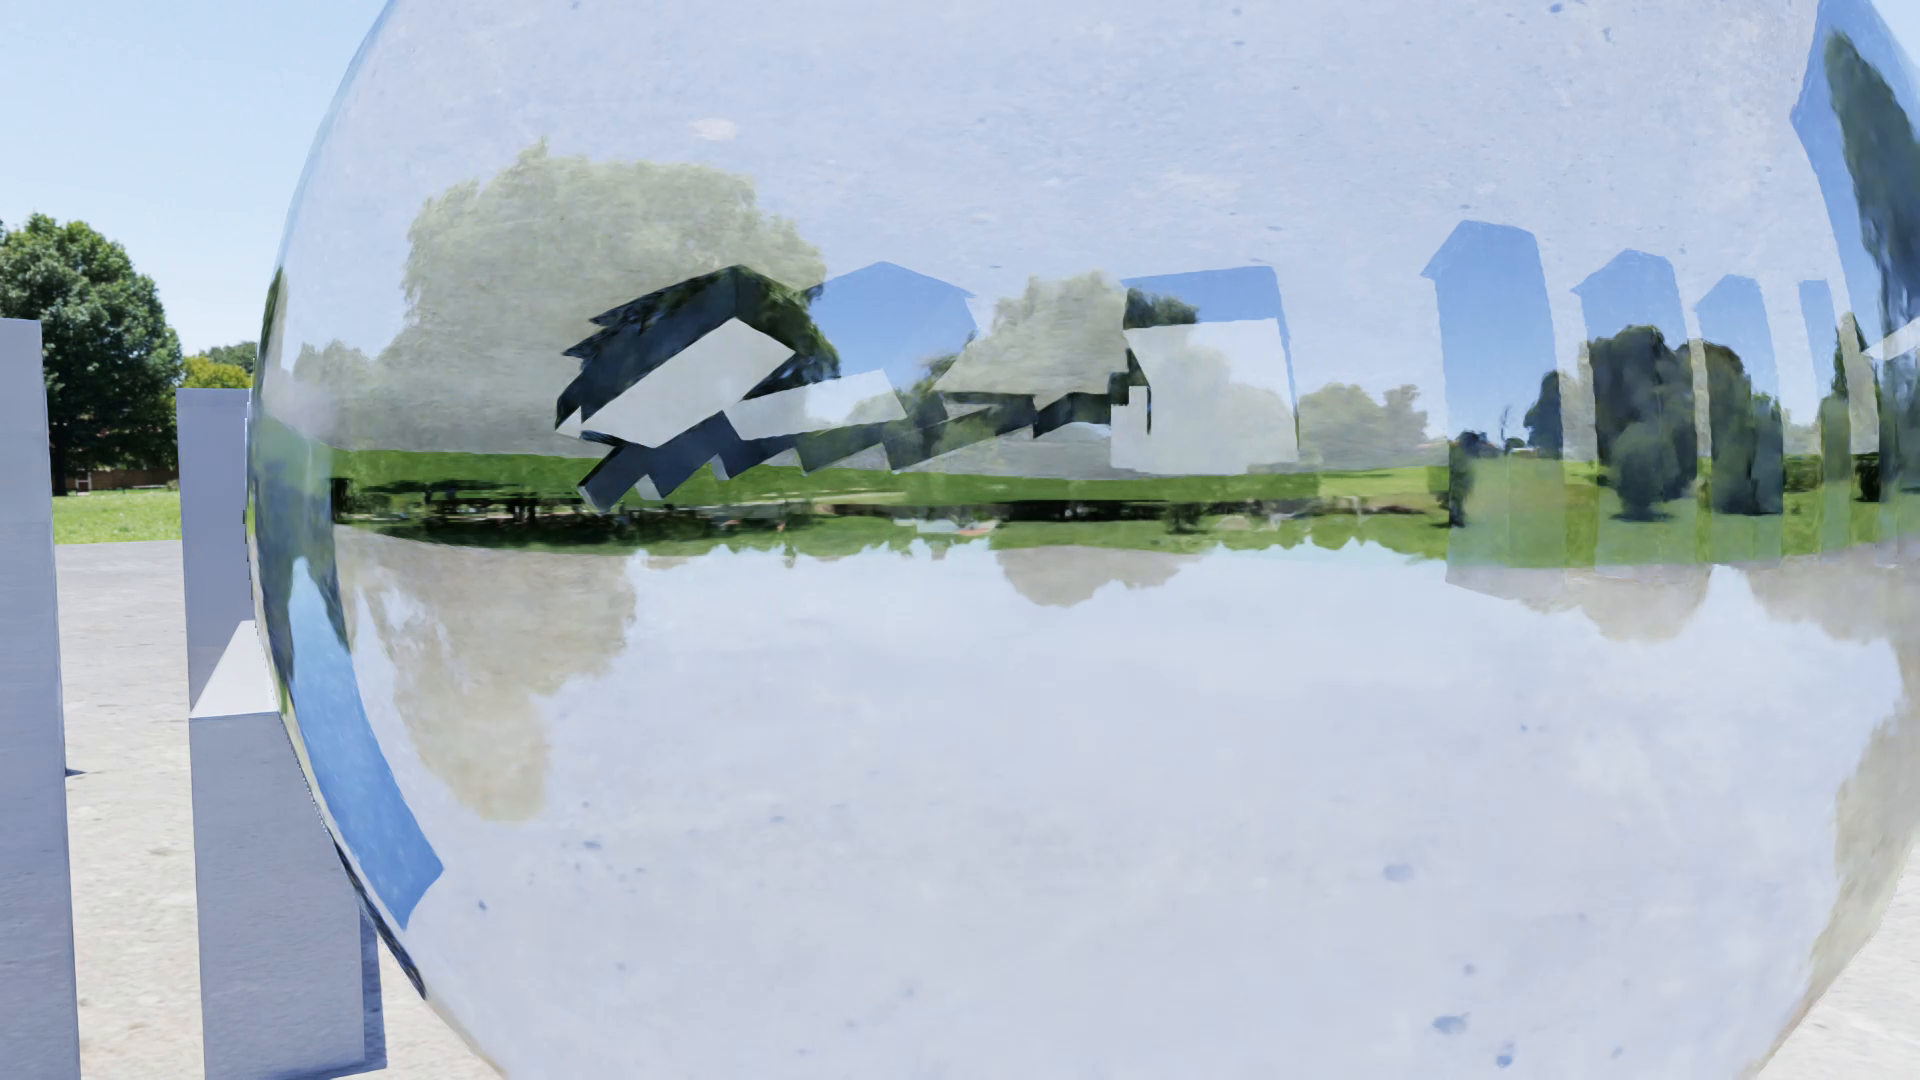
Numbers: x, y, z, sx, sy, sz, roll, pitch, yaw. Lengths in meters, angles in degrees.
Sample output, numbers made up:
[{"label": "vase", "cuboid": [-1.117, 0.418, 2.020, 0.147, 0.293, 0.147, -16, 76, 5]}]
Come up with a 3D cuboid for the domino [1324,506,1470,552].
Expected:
[{"label": "domino", "cuboid": [0.097, 0.005, 0.315, 0.050, 0.010, 0.025, -22, -8, 29]}]

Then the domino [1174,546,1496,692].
[{"label": "domino", "cuboid": [0.065, 0.014, 0.223, 0.050, 0.009, 0.025, -2, -40, -22]}]

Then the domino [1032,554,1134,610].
[{"label": "domino", "cuboid": [0.029, 0.011, 0.355, 0.025, 0.009, 0.050, 2, 5, 23]}]

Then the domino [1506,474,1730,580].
[{"label": "domino", "cuboid": [0.133, 0.004, 0.264, 0.025, 0.009, 0.050, -3, -30, -31]}]

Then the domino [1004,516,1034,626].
[{"label": "domino", "cuboid": [0.006, 0.007, 0.323, 0.025, 0.010, 0.050, 0, 20, 2]}]

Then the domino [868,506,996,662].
[{"label": "domino", "cuboid": [-0.005, 0.008, 0.268, 0.025, 0.009, 0.050, 1, 27, -1]}]

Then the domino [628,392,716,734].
[{"label": "domino", "cuboid": [-0.044, 0.003, 0.199, 0.010, 0.050, 0.025, 0, 4, -6]}]

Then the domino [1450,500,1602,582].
[{"label": "domino", "cuboid": [0.118, 0.006, 0.291, 0.025, 0.009, 0.050, -4, -19, -45]}]

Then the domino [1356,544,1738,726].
[{"label": "domino", "cuboid": [0.094, 0.014, 0.207, 0.050, 0.009, 0.025, -16, 12, -5]}]

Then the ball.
[{"label": "ball", "cuboid": [0.006, -0.003, 0.071, 0.080, 0.080, 0.080, 0, 4, 0]}]

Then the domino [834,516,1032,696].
[{"label": "domino", "cuboid": [-0.007, 0.011, 0.240, 0.025, 0.010, 0.050, -1, 27, -16]}]

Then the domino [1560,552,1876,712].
[{"label": "domino", "cuboid": [0.124, 0.015, 0.219, 0.050, 0.010, 0.025, -15, 12, -12]}]

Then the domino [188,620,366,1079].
[{"label": "domino", "cuboid": [-0.056, 0.022, 0.108, 0.010, 0.025, 0.050, -2, 5, -26]}]

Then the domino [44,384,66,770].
[{"label": "domino", "cuboid": [-0.130, 0.005, 0.167, 0.025, 0.050, 0.009, 2, 5, 28]}]

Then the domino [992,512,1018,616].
[{"label": "domino", "cuboid": [-0.001, 0.008, 0.293, 0.025, 0.009, 0.050, 0, 24, -2]}]

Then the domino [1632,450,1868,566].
[{"label": "domino", "cuboid": [0.140, 0.002, 0.243, 0.025, 0.009, 0.050, -1, -34, -32]}]

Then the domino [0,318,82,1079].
[{"label": "domino", "cuboid": [-0.065, 0.012, 0.071, 0.009, 0.050, 0.025, 2, 5, 23]}]

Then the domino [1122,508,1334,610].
[{"label": "domino", "cuboid": [0.069, 0.005, 0.330, 0.050, 0.009, 0.025, -19, -3, 21]}]

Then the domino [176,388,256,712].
[{"label": "domino", "cuboid": [-0.106, 0.003, 0.187, 0.009, 0.050, 0.025, -2, 5, -24]}]

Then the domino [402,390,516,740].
[{"label": "domino", "cuboid": [-0.076, 0.003, 0.195, 0.009, 0.050, 0.025, -1, 4, -9]}]

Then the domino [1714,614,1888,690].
[{"label": "domino", "cuboid": [0.152, 0.019, 0.246, 0.050, 0.009, 0.025, -3, 5, -33]}]
